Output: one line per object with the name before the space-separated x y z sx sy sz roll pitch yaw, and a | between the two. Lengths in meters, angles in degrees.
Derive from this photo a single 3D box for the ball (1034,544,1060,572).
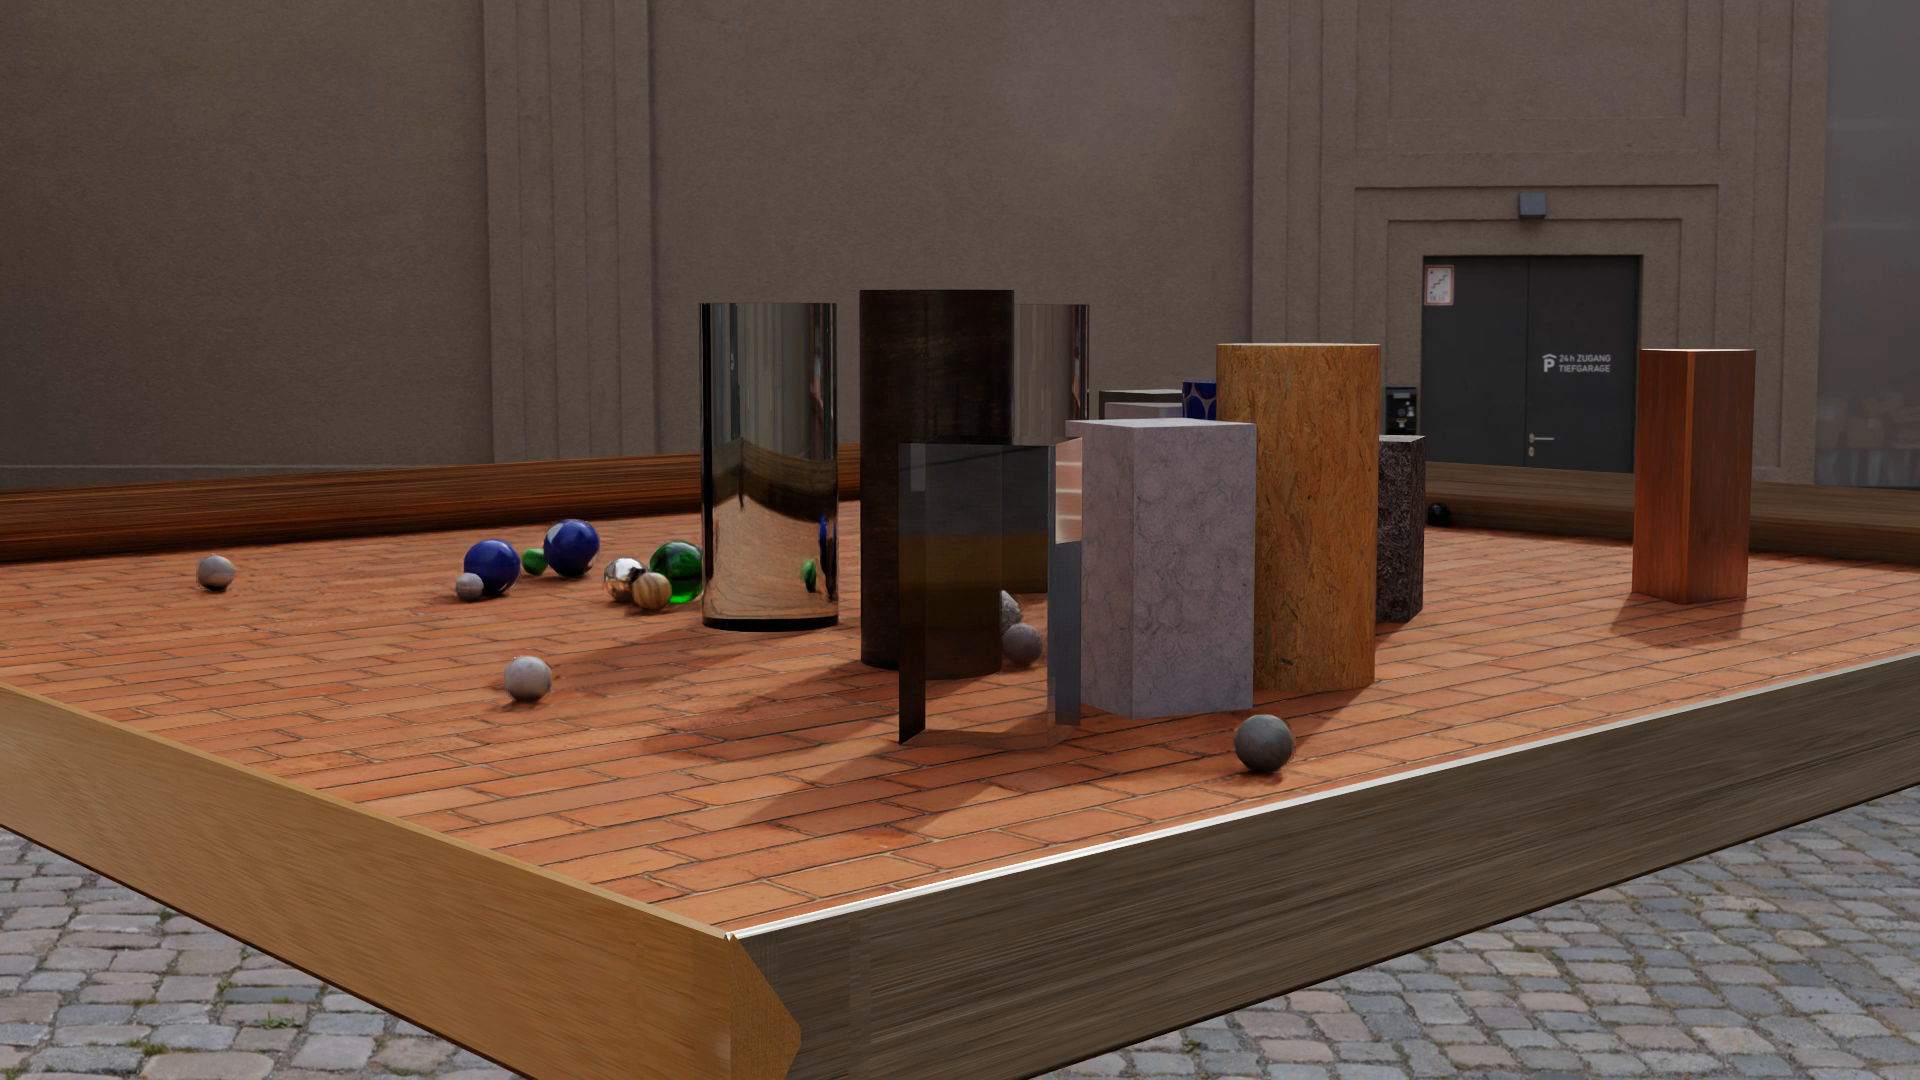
ball | 0.147 0.031 3.720 0.045 0.045 0.045 0 6 0

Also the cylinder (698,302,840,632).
cylinder | -0.270 -0.108 3.116 0.195 0.453 0.195 0 6 0

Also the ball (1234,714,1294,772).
ball | 0.293 0.196 2.121 0.057 0.057 0.057 0 6 0

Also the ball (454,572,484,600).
ball | -0.753 0.072 3.374 0.043 0.043 0.043 0 6 0

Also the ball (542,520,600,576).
ball | -0.650 0.014 3.678 0.095 0.095 0.095 0 6 0

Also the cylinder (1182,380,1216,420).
cylinder | 0.396 -0.040 2.969 0.195 0.348 0.195 0 6 0

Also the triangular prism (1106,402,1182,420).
triangular prism | 0.274 -0.044 3.208 0.146 0.308 0.168 4 7 36

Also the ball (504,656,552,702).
ball | -0.490 0.158 2.497 0.053 0.053 0.053 0 6 0

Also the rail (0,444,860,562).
rail | -1.036 -0.084 4.449 3.183 0.126 0.045 -5 8 -42

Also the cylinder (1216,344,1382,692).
cylinder | 0.404 -0.033 2.646 0.195 0.403 0.195 0 6 0

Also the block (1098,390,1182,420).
block | 0.354 -0.112 3.890 0.156 0.301 0.156 -4 7 -33

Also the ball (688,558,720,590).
ball | -0.408 0.054 3.497 0.052 0.052 0.052 0 6 0

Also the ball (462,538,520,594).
ball | -0.733 0.042 3.440 0.088 0.088 0.088 0 6 0

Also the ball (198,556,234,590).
ball | -1.181 0.053 3.490 0.056 0.056 0.056 0 6 0

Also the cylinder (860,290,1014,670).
cylinder | -0.029 -0.080 2.777 0.195 0.468 0.195 0 6 0

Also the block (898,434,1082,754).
block | 0.033 0.051 2.290 0.156 0.310 0.156 2 6 16

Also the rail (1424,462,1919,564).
rail | 1.152 -0.078 4.389 0.045 0.126 3.103 -5 8 -42

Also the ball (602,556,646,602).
ball | -0.511 0.060 3.358 0.069 0.069 0.069 0 6 0

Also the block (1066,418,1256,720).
block | 0.224 0.026 2.482 0.156 0.318 0.156 -3 7 -26

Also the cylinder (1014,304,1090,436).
cylinder | 0.113 -0.157 3.585 0.195 0.452 0.195 0 6 0

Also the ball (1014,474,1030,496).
ball | 0.144 -0.133 5.288 0.051 0.051 0.051 0 6 0

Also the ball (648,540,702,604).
ball | -0.427 0.049 3.342 0.095 0.095 0.095 0 6 0

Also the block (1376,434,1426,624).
block | 0.590 -0.020 3.217 0.156 0.259 0.156 2 6 20

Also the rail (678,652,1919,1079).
rail | 1.036 0.150 2.215 3.183 0.126 0.045 -5 8 -42

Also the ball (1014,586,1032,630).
ball | 0.054 0.098 2.925 0.084 0.084 0.084 0 6 0

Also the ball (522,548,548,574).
ball | -0.717 0.036 3.707 0.044 0.044 0.044 0 6 0

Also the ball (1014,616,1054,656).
ball | 0.095 0.125 2.827 0.052 0.052 0.052 0 6 0

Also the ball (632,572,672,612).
ball | -0.455 0.077 3.248 0.059 0.059 0.059 0 6 0

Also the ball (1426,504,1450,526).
ball | 0.987 -0.052 4.537 0.046 0.046 0.046 0 6 0

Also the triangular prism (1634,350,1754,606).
triangular prism | 1.113 -0.103 3.412 0.168 0.382 0.146 -5 8 -38

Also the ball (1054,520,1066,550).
ball | 0.201 -0.009 4.069 0.058 0.058 0.058 0 6 0

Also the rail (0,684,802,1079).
rail | -1.152 0.144 2.275 0.045 0.126 3.103 -5 8 -42
